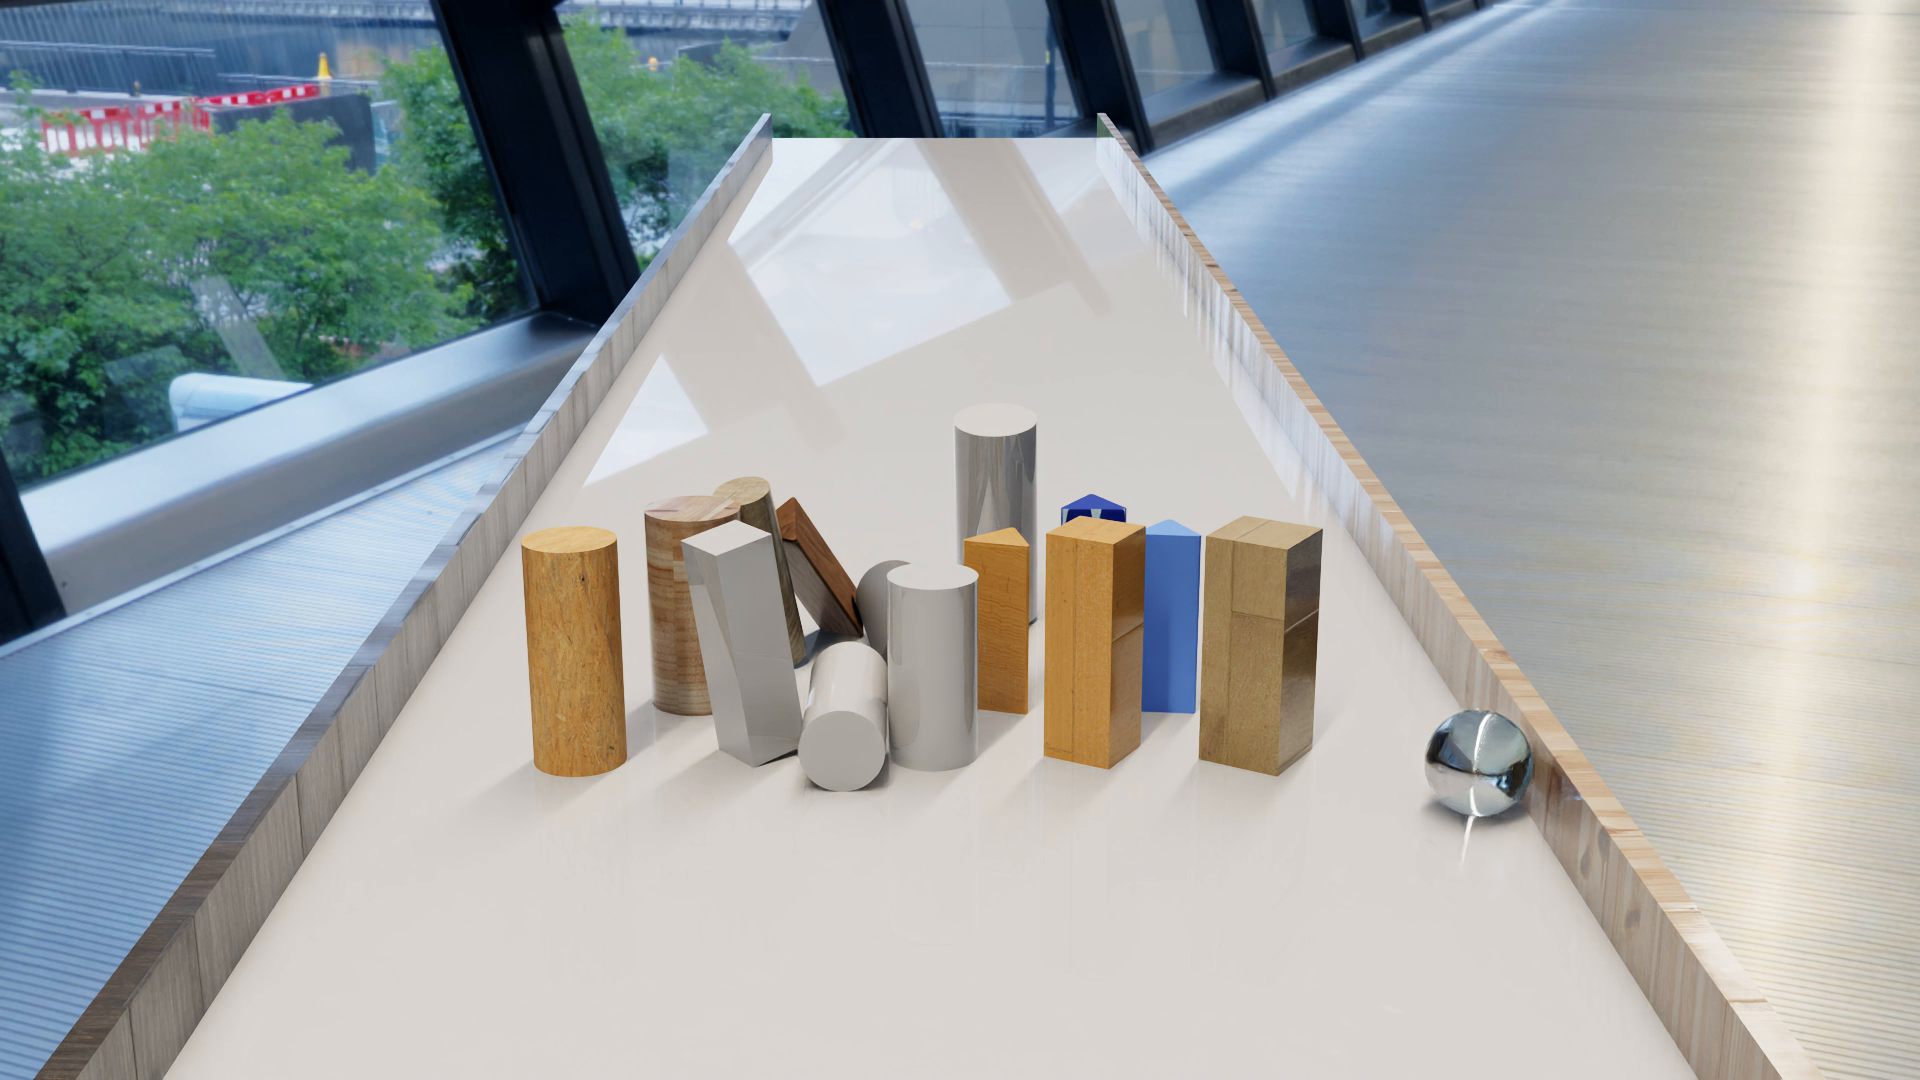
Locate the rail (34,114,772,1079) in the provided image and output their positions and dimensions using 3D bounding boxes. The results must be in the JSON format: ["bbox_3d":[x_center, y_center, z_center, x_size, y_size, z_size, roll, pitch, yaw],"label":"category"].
[{"bbox_3d":[-1.118,-0.838,7.780,0.050,0.150,12.000,0,17,-1],"label":"rail"}]

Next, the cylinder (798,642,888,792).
[{"bbox_3d":[-0.203,0.310,3.923,0.149,0.149,0.355,0,17,0],"label":"cylinder"}]

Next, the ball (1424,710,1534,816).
[{"bbox_3d":[0.863,0.371,3.665,0.178,0.178,0.178,0,17,0],"label":"ball"}]

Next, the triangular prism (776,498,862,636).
[{"bbox_3d":[-0.288,0.053,4.465,0.109,0.350,0.095,10,60,31],"label":"triangular prism"}]

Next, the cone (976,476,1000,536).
[{"bbox_3d":[0.057,0.059,4.349,0.155,0.387,0.155,0,17,0],"label":"cone"}]

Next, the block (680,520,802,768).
[{"bbox_3d":[-0.379,0.183,3.874,0.114,0.408,0.114,-23,26,-33],"label":"block"}]

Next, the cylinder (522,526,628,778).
[{"bbox_3d":[-0.675,0.195,3.856,0.163,0.409,0.163,0,17,0],"label":"cylinder"}]

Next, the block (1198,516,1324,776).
[{"bbox_3d":[0.530,0.185,3.879,0.153,0.414,0.153,10,19,31],"label":"block"}]

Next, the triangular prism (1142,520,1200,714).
[{"bbox_3d":[0.388,0.142,4.138,0.120,0.348,0.104,2,17,7],"label":"triangular prism"}]

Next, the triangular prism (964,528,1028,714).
[{"bbox_3d":[0.083,0.149,4.148,0.126,0.330,0.109,5,17,18],"label":"triangular prism"}]

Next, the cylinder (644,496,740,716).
[{"bbox_3d":[-0.498,0.123,4.149,0.179,0.379,0.179,0,17,0],"label":"cylinder"}]

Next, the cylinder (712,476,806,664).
[{"bbox_3d":[-0.390,0.068,4.304,0.112,0.380,0.112,-8,31,4],"label":"cylinder"}]

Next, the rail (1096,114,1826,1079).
[{"bbox_3d":[0.932,-0.844,7.801,0.050,0.150,12.000,0,17,-1],"label":"rail"}]

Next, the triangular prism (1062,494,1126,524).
[{"bbox_3d":[0.265,0.071,4.443,0.127,0.311,0.110,0,17,1],"label":"triangular prism"}]

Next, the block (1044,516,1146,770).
[{"bbox_3d":[0.238,0.180,3.893,0.130,0.414,0.130,9,19,29],"label":"block"}]

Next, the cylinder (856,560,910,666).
[{"bbox_3d":[-0.106,0.176,4.359,0.157,0.157,0.428,-2,17,-8],"label":"cylinder"}]

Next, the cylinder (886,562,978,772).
[{"bbox_3d":[-0.048,0.223,3.889,0.160,0.335,0.160,0,17,0],"label":"cylinder"}]

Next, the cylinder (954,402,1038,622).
[{"bbox_3d":[0.076,-0.048,4.570,0.171,0.443,0.171,-1,27,1],"label":"cylinder"}]
